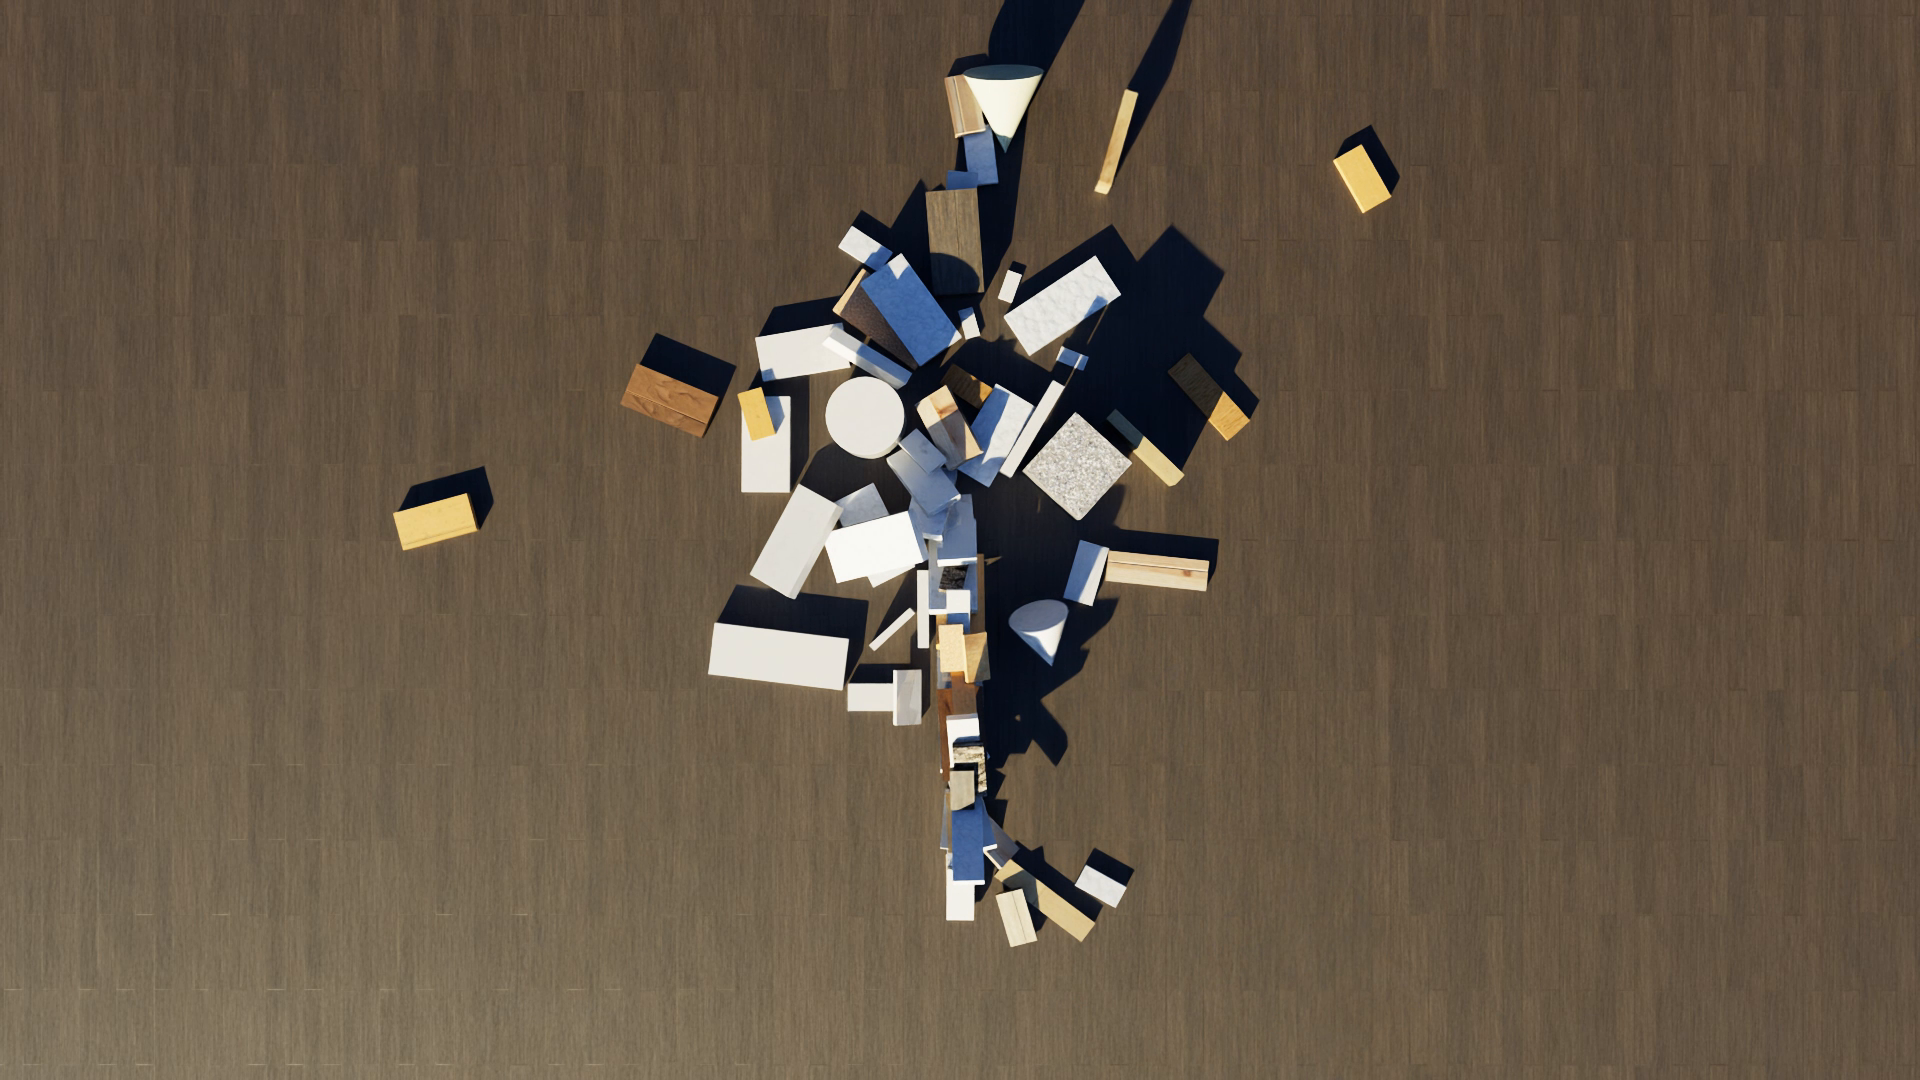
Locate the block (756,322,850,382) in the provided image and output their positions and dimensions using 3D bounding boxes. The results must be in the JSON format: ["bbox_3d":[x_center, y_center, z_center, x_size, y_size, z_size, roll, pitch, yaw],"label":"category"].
[{"bbox_3d":[-0.521,-0.623,5.479,0.292,0.041,0.146,-10,90,0],"label":"block"}]

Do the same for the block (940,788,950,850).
[{"bbox_3d":[-0.008,0.925,5.454,0.097,0.028,0.194,5,74,2],"label":"block"}]

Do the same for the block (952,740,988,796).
[{"bbox_3d":[0.031,0.734,5.272,0.099,0.028,0.198,-4,119,0],"label":"block"}]

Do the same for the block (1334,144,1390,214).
[{"bbox_3d":[1.338,-1.201,5.486,0.100,0.028,0.200,-30,90,0],"label":"block"}]

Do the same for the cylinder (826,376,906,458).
[{"bbox_3d":[-0.303,-0.395,5.375,0.250,0.250,0.250,0,90,0],"label":"cylinder"}]

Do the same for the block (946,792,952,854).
[{"bbox_3d":[0.006,0.925,5.397,0.097,0.028,0.194,-2,74,0],"label":"block"}]

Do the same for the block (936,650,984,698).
[{"bbox_3d":[-0.001,0.425,5.440,0.148,0.042,0.296,-2,74,0],"label":"block"}]

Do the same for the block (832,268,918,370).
[{"bbox_3d":[-0.236,-0.730,5.476,0.336,0.048,0.168,36,90,0],"label":"block"}]

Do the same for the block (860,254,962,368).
[{"bbox_3d":[-0.162,-0.755,5.429,0.168,0.048,0.336,-36,90,0],"label":"block"}]

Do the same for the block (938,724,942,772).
[{"bbox_3d":[0.004,0.612,5.427,0.148,0.042,0.296,-3,69,0],"label":"block"}]

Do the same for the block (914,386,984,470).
[{"bbox_3d":[-0.037,-0.369,5.441,0.126,0.036,0.252,-30,78,15],"label":"block"}]

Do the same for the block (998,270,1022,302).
[{"bbox_3d":[0.166,-0.844,5.493,0.049,0.014,0.097,20,90,0],"label":"block"}]

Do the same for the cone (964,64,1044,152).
[{"bbox_3d":[0.146,-1.408,5.440,0.265,0.265,0.265,-2,117,0],"label":"cone"}]

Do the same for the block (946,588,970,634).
[{"bbox_3d":[-0.005,0.233,5.327,0.074,0.021,0.149,0,101,0],"label":"block"}]

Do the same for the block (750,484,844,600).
[{"bbox_3d":[-0.538,0.005,5.440,0.170,0.048,0.340,28,90,27],"label":"block"}]

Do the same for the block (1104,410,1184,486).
[{"bbox_3d":[0.601,-0.302,5.423,0.310,0.155,0.044,44,90,0],"label":"block"}]

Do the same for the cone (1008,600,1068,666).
[{"bbox_3d":[0.282,0.336,5.455,0.202,0.202,0.202,-16,117,0],"label":"cone"}]

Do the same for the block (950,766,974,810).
[{"bbox_3d":[0.007,0.795,5.275,0.077,0.022,0.154,-2,119,-1],"label":"block"}]

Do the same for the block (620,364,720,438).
[{"bbox_3d":[-0.963,-0.461,5.479,0.292,0.041,0.146,22,90,0],"label":"block"}]

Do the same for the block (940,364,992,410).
[{"bbox_3d":[0.021,-0.508,5.467,0.162,0.023,0.081,34,91,15],"label":"block"}]

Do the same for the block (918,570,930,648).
[{"bbox_3d":[-0.120,0.225,5.437,0.036,0.126,0.253,0,90,0],"label":"block"}]

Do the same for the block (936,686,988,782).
[{"bbox_3d":[0.008,0.628,5.349,0.148,0.042,0.296,-4,82,0],"label":"block"}]

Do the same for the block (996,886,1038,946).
[{"bbox_3d":[0.188,1.250,5.474,0.091,0.026,0.182,-16,95,7],"label":"block"}]

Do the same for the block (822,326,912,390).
[{"bbox_3d":[-0.305,-0.594,5.399,0.292,0.146,0.041,31,81,-11],"label":"block"}]

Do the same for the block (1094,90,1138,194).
[{"bbox_3d":[0.513,-1.307,5.422,0.044,0.154,0.309,16,90,-1],"label":"block"}]

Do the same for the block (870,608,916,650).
[{"bbox_3d":[-0.223,0.293,5.455,0.180,0.090,0.026,-43,90,0],"label":"block"}]

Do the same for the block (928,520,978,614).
[{"bbox_3d":[-0.023,0.087,5.418,0.158,0.045,0.316,-1,67,1],"label":"block"}]

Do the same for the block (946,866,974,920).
[{"bbox_3d":[0.002,1.167,5.449,0.090,0.025,0.179,1,103,0],"label":"block"}]

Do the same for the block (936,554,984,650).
[{"bbox_3d":[0.001,0.201,5.419,0.158,0.045,0.316,0,68,0],"label":"block"}]

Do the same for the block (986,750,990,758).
[{"bbox_3d":[0.046,0.681,5.473,0.060,0.017,0.120,-27,75,-6],"label":"block"}]

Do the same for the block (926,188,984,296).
[{"bbox_3d":[-0.016,-0.980,5.426,0.168,0.048,0.336,-4,101,2],"label":"block"}]

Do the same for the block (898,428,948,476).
[{"bbox_3d":[-0.122,-0.289,5.427,0.078,0.022,0.156,-40,67,-9],"label":"block"}]

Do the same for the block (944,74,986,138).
[{"bbox_3d":[0.016,-1.442,5.470,0.101,0.029,0.202,-10,81,0],"label":"block"}]

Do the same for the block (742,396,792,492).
[{"bbox_3d":[-0.642,-0.317,5.478,0.158,0.045,0.316,0,90,0],"label":"block"}]
